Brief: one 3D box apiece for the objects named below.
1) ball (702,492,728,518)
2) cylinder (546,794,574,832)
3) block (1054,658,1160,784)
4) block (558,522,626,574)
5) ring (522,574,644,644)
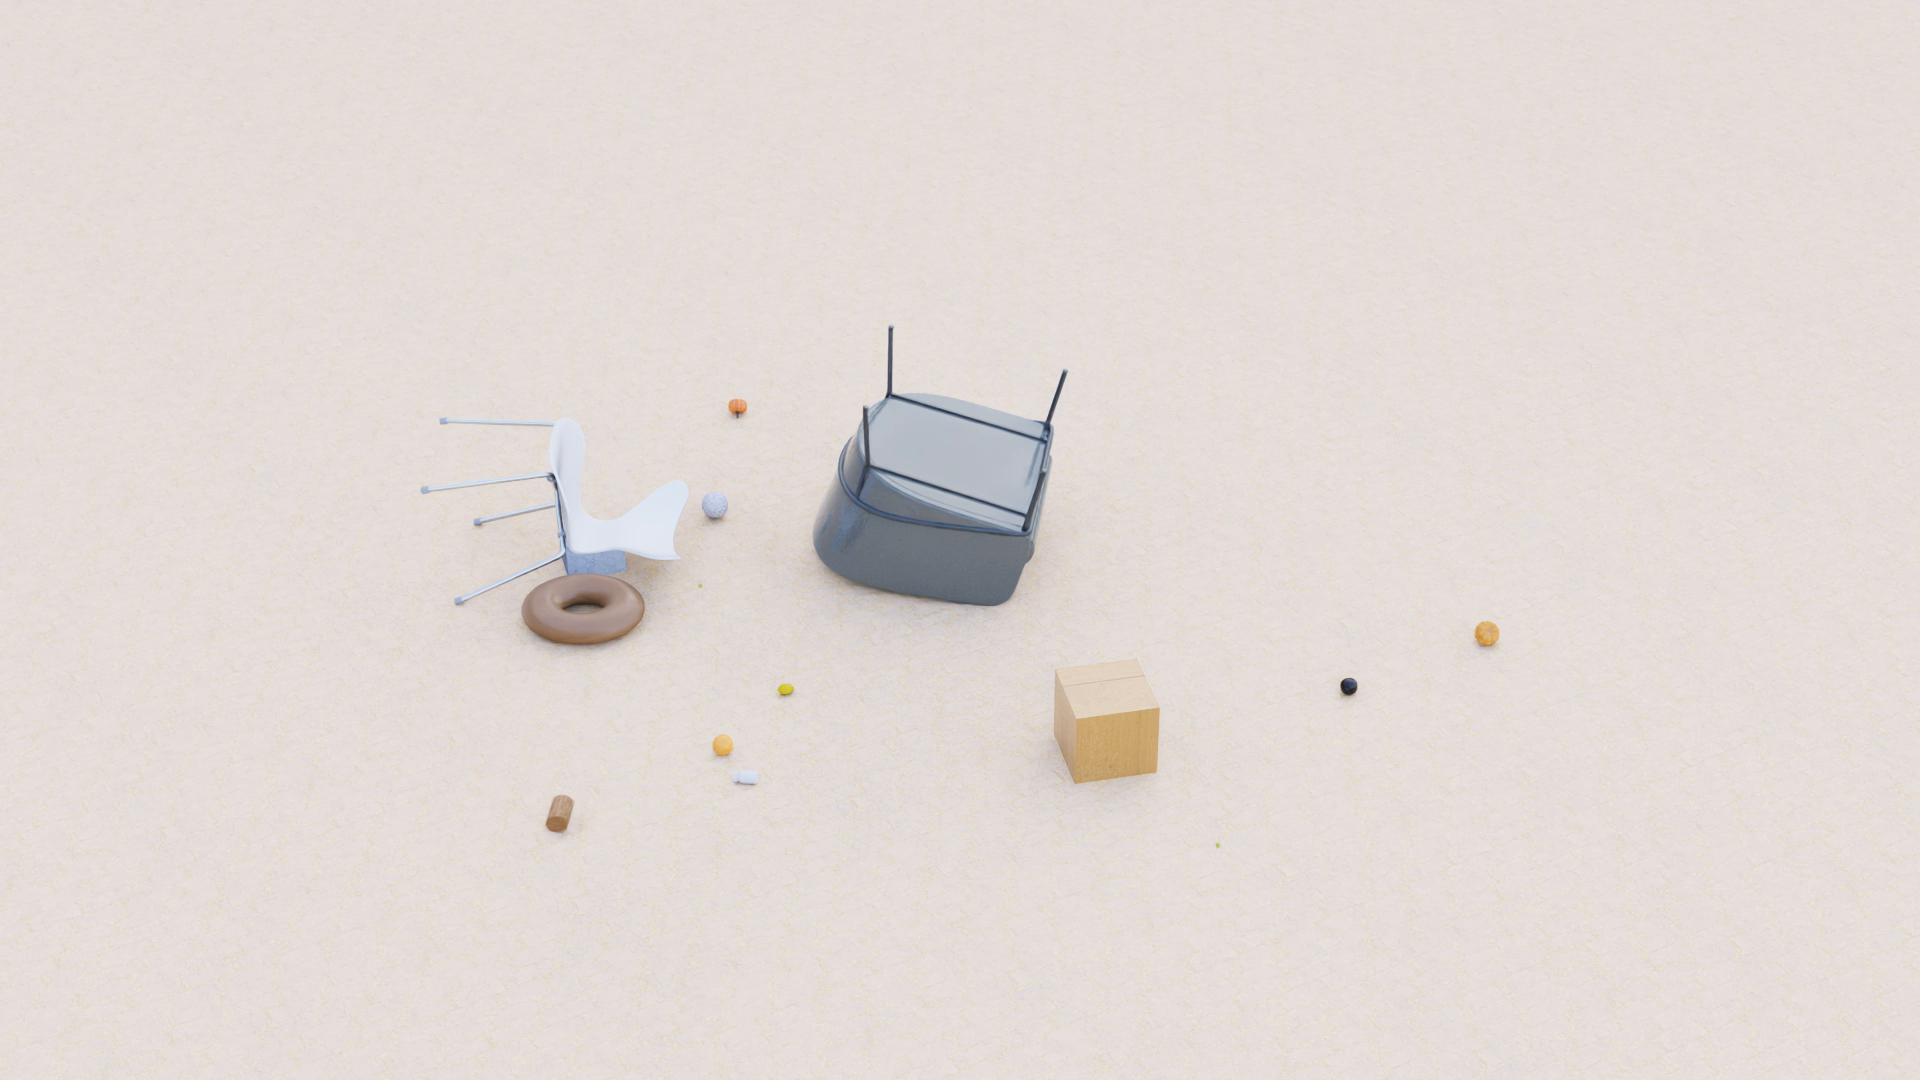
[{"bbox_3d":[-0.924,-0.133,11.055,0.101,0.101,0.101,0,33,0],"label":"ball"},{"bbox_3d":[-1.300,0.890,9.532,0.074,0.068,0.112,-21,29,18],"label":"cylinder"},{"bbox_3d":[0.487,0.603,9.784,0.283,0.270,0.283,-7,34,-11],"label":"block"},{"bbox_3d":[-1.351,0.039,10.782,0.213,0.112,0.173,-9,34,-13],"label":"block"},{"bbox_3d":[-1.347,0.245,10.479,0.441,0.105,0.373,1,34,0],"label":"ring"}]
